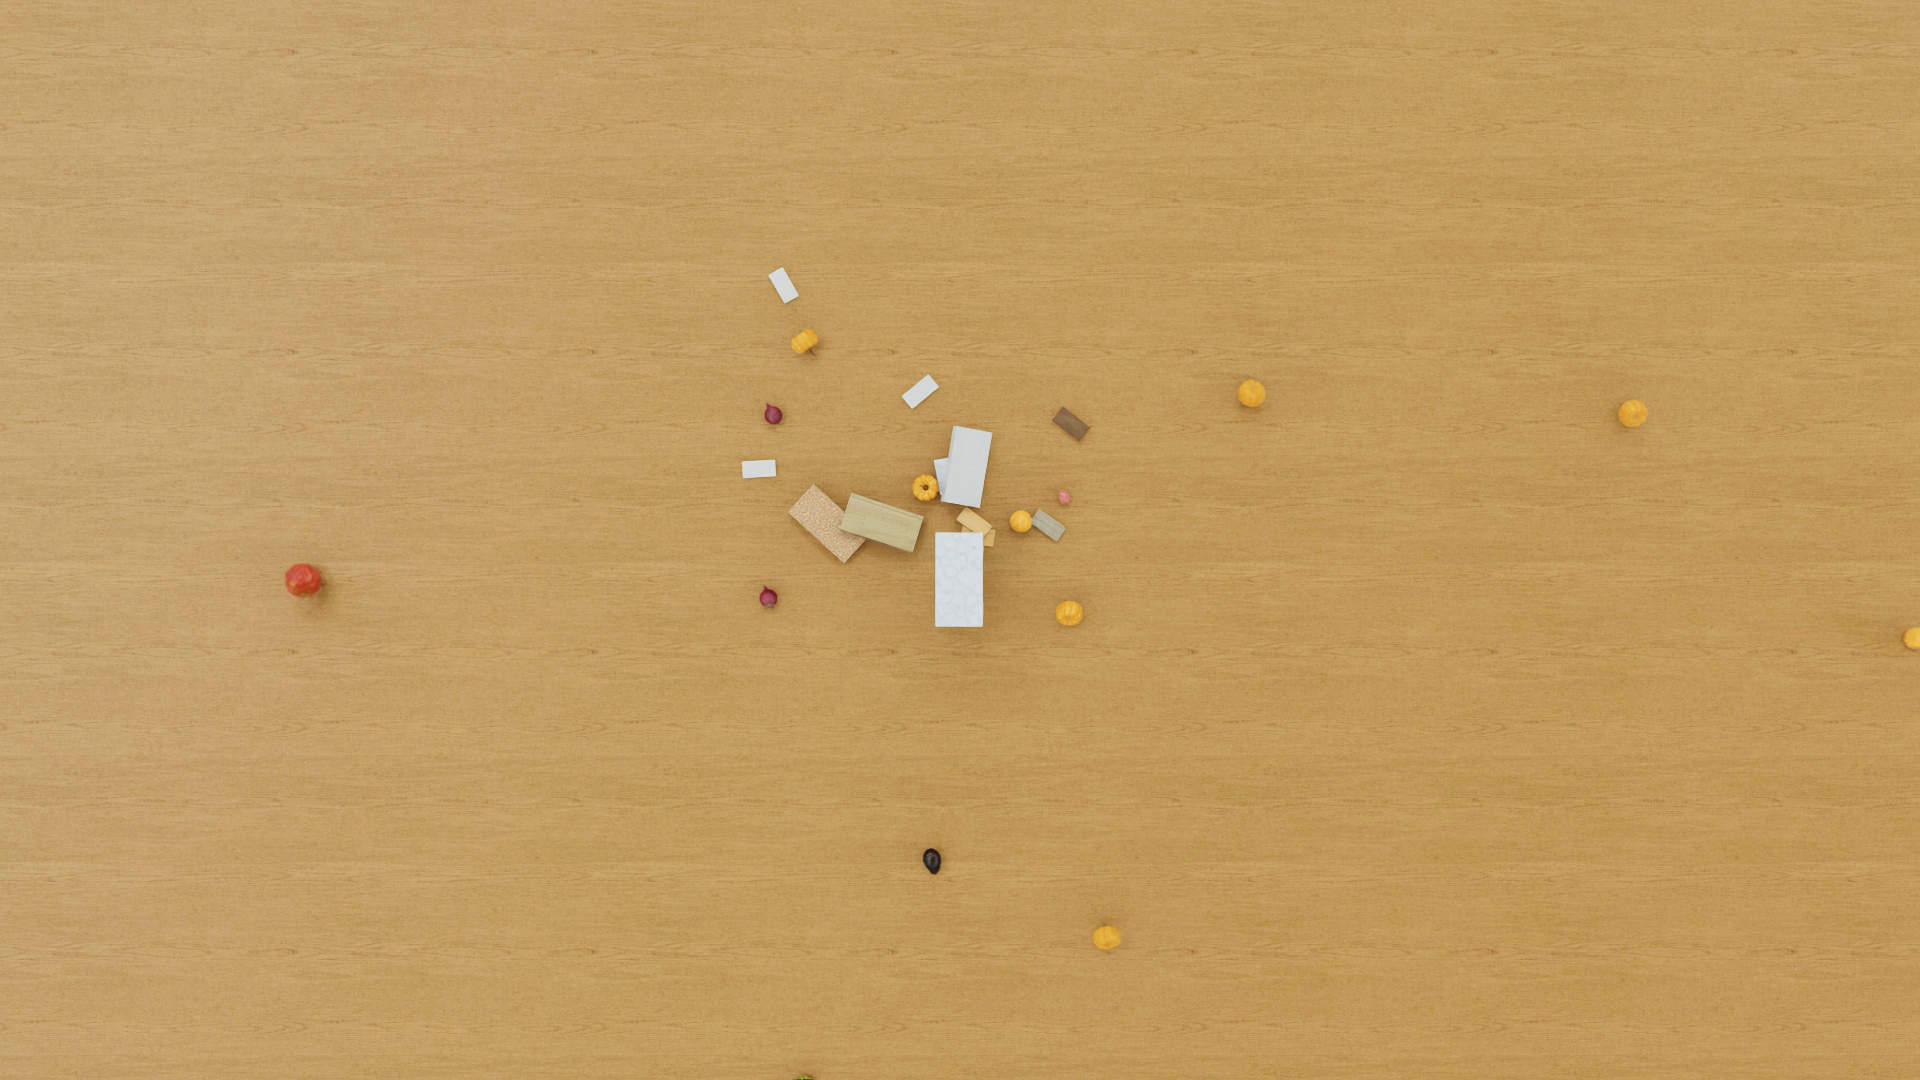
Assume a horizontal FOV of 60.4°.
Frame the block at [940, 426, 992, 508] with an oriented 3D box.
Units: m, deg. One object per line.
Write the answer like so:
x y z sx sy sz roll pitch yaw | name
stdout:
0.022 -0.242 5.464 0.126 0.036 0.252 10 90 -18 | block

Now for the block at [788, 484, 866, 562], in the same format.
-0.435 -0.055 5.482 0.252 0.036 0.126 42 90 0 | block

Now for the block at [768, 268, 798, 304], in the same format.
-0.587 -0.847 5.492 0.054 0.015 0.109 -30 90 0 | block

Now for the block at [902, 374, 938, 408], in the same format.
-0.132 -0.494 5.492 0.115 0.015 0.054 -40 90 0 | block

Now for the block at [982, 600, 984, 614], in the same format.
0.001 0.216 5.353 0.147 0.294 0.042 0 90 0 | block

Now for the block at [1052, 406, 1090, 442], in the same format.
0.370 -0.386 5.492 0.116 0.016 0.058 38 90 0 | block

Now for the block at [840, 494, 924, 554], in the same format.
-0.260 -0.055 5.458 0.252 0.036 0.126 18 78 -5 | block

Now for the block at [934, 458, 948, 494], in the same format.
-0.048 -0.213 5.480 0.058 0.016 0.116 -10 96 1 | block

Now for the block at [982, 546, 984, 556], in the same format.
0.001 0.030 5.352 0.147 0.294 0.042 9 91 0 | block

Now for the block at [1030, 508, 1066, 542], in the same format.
0.292 -0.049 5.492 0.111 0.016 0.055 36 90 0 | block

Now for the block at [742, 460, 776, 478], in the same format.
-0.668 -0.237 5.492 0.109 0.015 0.054 -3 90 0 | block

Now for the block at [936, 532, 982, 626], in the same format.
-0.003 0.124 5.184 0.147 0.042 0.294 0 90 0 | block

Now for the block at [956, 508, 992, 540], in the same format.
0.048 -0.055 5.479 0.111 0.016 0.055 36 77 7 | block

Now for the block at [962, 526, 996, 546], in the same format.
0.059 -0.014 5.492 0.111 0.016 0.055 9 90 0 | block

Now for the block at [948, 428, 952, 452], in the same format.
-0.011 -0.316 5.492 0.058 0.016 0.116 -3 90 0 | block
